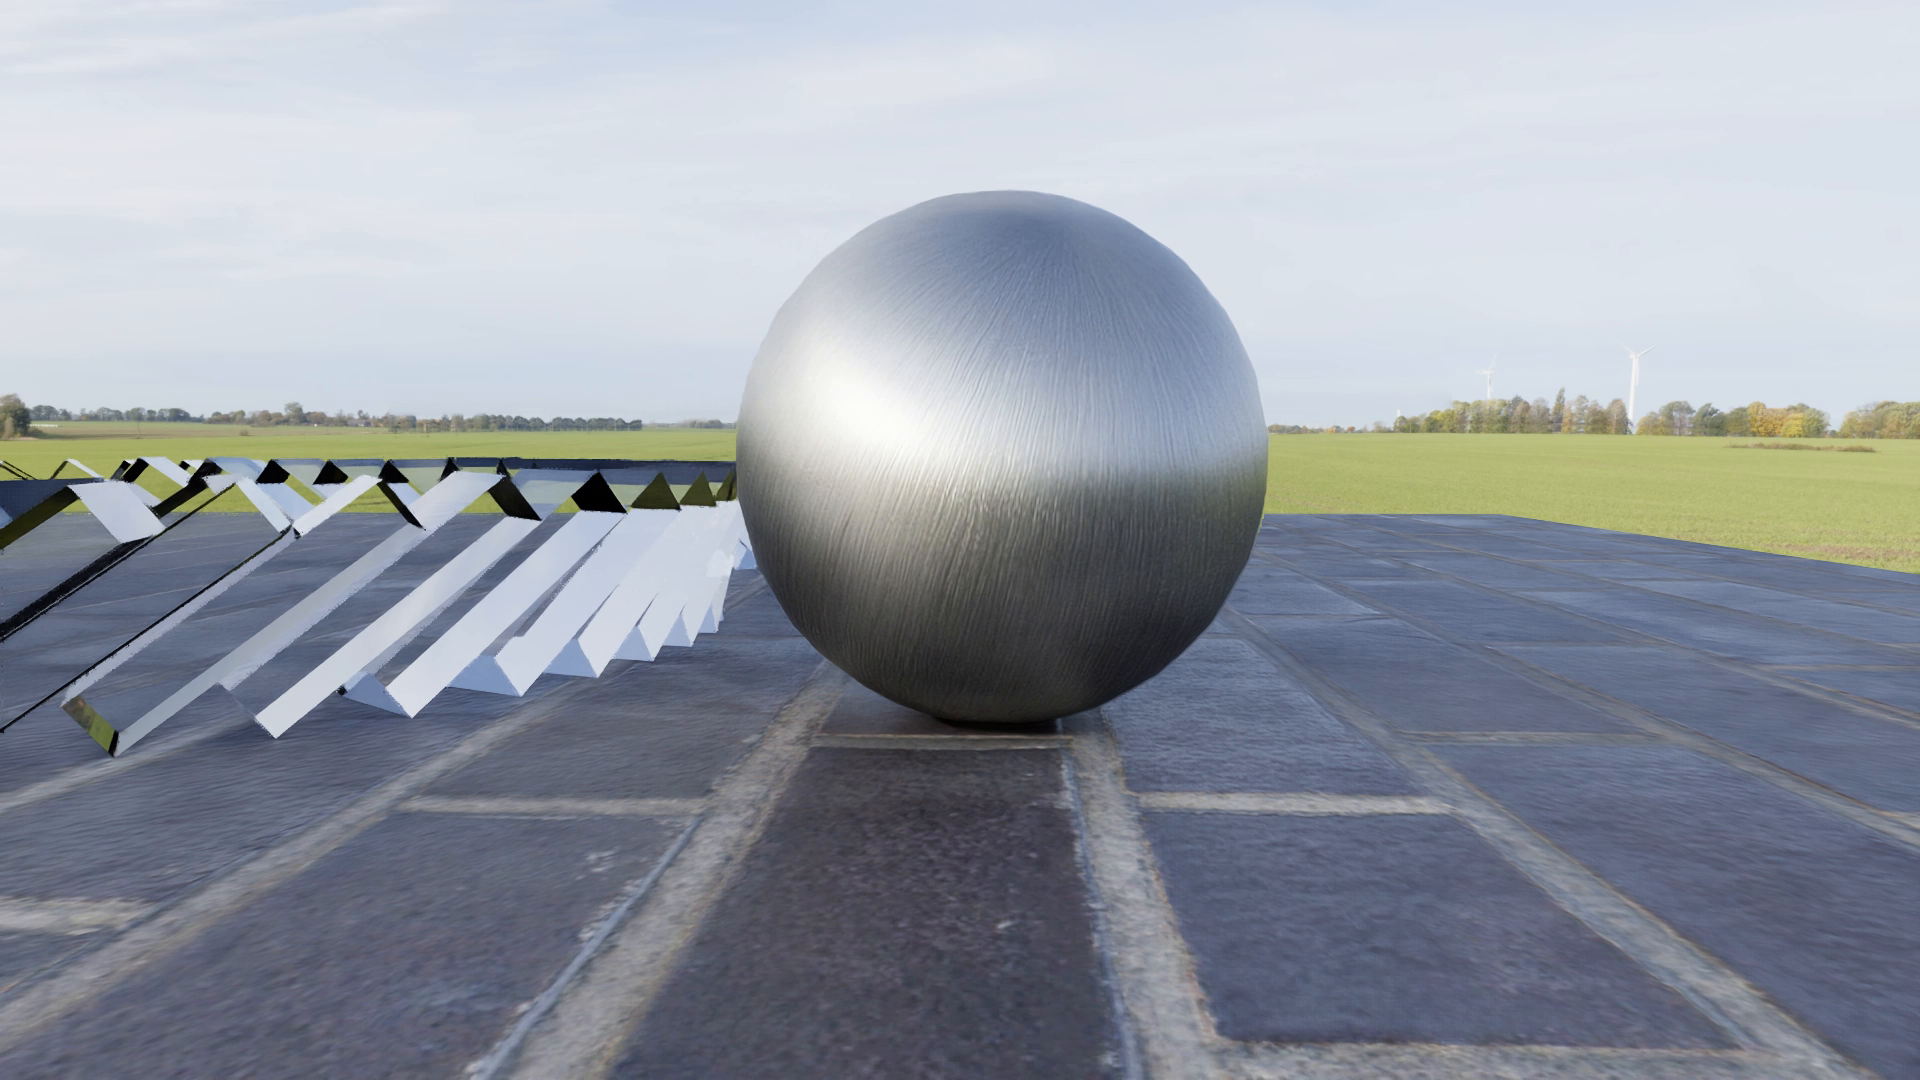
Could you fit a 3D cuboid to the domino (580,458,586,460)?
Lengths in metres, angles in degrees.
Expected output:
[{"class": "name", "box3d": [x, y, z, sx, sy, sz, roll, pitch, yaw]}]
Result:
[{"class": "domino", "box3d": [-0.131, -0.011, 0.473, 0.050, 0.010, 0.025, 38, 16, 15]}]

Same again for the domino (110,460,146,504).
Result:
[{"class": "domino", "box3d": [-0.268, -0.010, 0.448, 0.050, 0.010, 0.025, 37, -11, -21]}]

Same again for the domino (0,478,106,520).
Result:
[{"class": "domino", "box3d": [-0.183, 0.007, 0.237, 0.050, 0.010, 0.025, -34, -3, 12]}]

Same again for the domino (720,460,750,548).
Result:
[{"class": "domino", "box3d": [-0.068, -0.009, 0.442, 0.025, 0.009, 0.050, -5, 42, -50]}]

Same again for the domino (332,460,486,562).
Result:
[{"class": "domino", "box3d": [-0.202, -0.011, 0.472, 0.050, 0.009, 0.025, 35, 2, -5]}]

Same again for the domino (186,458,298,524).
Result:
[{"class": "domino", "box3d": [-0.204, -0.006, 0.388, 0.050, 0.009, 0.025, 38, 0, -6]}]

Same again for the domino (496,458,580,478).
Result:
[{"class": "domino", "box3d": [-0.116, -0.005, 0.378, 0.025, 0.009, 0.050, -3, 43, -43]}]

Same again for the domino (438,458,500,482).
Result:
[{"class": "domino", "box3d": [-0.132, -0.006, 0.386, 0.050, 0.010, 0.025, 45, 26, 24]}]

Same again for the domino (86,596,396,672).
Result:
[{"class": "domino", "box3d": [-0.143, 0.018, 0.259, 0.050, 0.010, 0.025, -1, 4, -16]}]

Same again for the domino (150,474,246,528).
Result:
[{"class": "domino", "box3d": [-0.163, 0.006, 0.250, 0.050, 0.010, 0.025, -36, 12, -9]}]

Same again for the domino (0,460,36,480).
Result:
[{"class": "domino", "box3d": [-0.295, -0.008, 0.424, 0.025, 0.009, 0.050, 5, -30, 49]}]

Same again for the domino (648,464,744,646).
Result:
[{"class": "domino", "box3d": [-0.065, 0.002, 0.287, 0.025, 0.010, 0.050, 2, 41, 10]}]

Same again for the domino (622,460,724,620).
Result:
[{"class": "domino", "box3d": [-0.073, -0.001, 0.322, 0.025, 0.009, 0.050, -1, 42, -11]}]

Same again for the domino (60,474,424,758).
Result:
[{"class": "domino", "box3d": [-0.106, 0.009, 0.192, 0.050, 0.010, 0.025, -42, 24, -22]}]

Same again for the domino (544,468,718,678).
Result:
[{"class": "domino", "box3d": [-0.071, 0.005, 0.253, 0.025, 0.010, 0.050, 2, 41, 22]}]

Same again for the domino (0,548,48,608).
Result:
[{"class": "domino", "box3d": [-0.262, -0.001, 0.322, 0.025, 0.010, 0.050, 2, -33, 27]}]

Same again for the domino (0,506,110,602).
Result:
[{"class": "domino", "box3d": [-0.256, -0.002, 0.339, 0.025, 0.009, 0.050, 3, -33, 39]}]

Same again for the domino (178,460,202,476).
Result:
[{"class": "domino", "box3d": [-0.252, -0.010, 0.456, 0.050, 0.010, 0.025, 36, -8, -17]}]

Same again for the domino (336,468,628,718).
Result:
[{"class": "domino", "box3d": [-0.083, 0.007, 0.219, 0.025, 0.010, 0.050, 4, 43, 41]}]

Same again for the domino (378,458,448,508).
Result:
[{"class": "domino", "box3d": [-0.151, -0.006, 0.390, 0.050, 0.009, 0.025, 40, 17, 14]}]

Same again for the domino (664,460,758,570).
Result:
[{"class": "domino", "box3d": [-0.082, -0.010, 0.452, 0.050, 0.009, 0.025, 43, 27, 27]}]

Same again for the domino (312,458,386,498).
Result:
[{"class": "domino", "box3d": [-0.169, -0.006, 0.391, 0.050, 0.010, 0.025, 38, 10, 6]}]

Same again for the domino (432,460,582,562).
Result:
[{"class": "domino", "box3d": [-0.167, -0.011, 0.475, 0.050, 0.009, 0.025, 36, 7, 2]}]

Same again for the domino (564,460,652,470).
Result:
[{"class": "domino", "box3d": [-0.092, -0.003, 0.353, 0.025, 0.009, 0.050, -2, 42, -30]}]

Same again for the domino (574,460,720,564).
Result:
[{"class": "domino", "box3d": [-0.114, -0.011, 0.467, 0.050, 0.009, 0.025, 40, 19, 19]}]

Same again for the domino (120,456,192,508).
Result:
[{"class": "domino", "box3d": [-0.220, -0.005, 0.380, 0.050, 0.009, 0.025, 39, -8, -17]}]

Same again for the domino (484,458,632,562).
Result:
[{"class": "domino", "box3d": [-0.148, -0.012, 0.475, 0.050, 0.009, 0.025, 37, 12, 9]}]

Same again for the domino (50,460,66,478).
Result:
[{"class": "domino", "box3d": [-0.282, -0.009, 0.438, 0.050, 0.010, 0.025, 38, -15, -26]}]

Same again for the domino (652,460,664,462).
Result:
[{"class": "domino", "box3d": [-0.098, -0.010, 0.460, 0.050, 0.010, 0.025, 41, 23, 23]}]

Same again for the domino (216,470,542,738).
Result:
[{"class": "domino", "box3d": [-0.093, 0.008, 0.204, 0.025, 0.010, 0.050, 6, 44, 50]}]

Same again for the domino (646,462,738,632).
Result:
[{"class": "domino", "box3d": [-0.067, 0.001, 0.305, 0.025, 0.010, 0.050, 1, 41, 1]}]

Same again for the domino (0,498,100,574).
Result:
[{"class": "domino", "box3d": [-0.306, -0.006, 0.410, 0.025, 0.010, 0.050, 4, -29, 43]}]

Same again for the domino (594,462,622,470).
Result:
[{"class": "domino", "box3d": [-0.081, -0.002, 0.338, 0.025, 0.009, 0.050, -2, 41, -21]}]

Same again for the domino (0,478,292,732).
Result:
[{"class": "domino", "box3d": [-0.121, 0.010, 0.182, 0.050, 0.010, 0.025, -40, 19, -17]}]

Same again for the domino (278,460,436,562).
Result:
[{"class": "domino", "box3d": [-0.219, -0.011, 0.468, 0.050, 0.010, 0.025, 35, -1, -9]}]

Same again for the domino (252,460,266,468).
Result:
[{"class": "domino", "box3d": [-0.236, -0.011, 0.463, 0.050, 0.009, 0.025, 35, -4, -13]}]

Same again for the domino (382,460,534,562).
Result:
[{"class": "domino", "box3d": [-0.185, -0.011, 0.474, 0.050, 0.010, 0.025, 35, 4, -2]}]

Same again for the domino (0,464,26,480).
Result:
[{"class": "domino", "box3d": [-0.246, -0.003, 0.354, 0.025, 0.009, 0.050, 5, -31, 48]}]

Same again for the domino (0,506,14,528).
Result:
[{"class": "domino", "box3d": [-0.152, 0.012, 0.166, 0.050, 0.010, 0.025, -37, 10, -7]}]

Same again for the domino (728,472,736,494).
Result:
[{"class": "domino", "box3d": [-0.054, -0.008, 0.431, 0.025, 0.010, 0.050, -4, 41, -46]}]

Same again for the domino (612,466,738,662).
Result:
[{"class": "domino", "box3d": [-0.067, 0.004, 0.270, 0.025, 0.010, 0.050, 2, 41, 16]}]

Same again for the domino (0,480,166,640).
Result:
[{"class": "domino", "box3d": [-0.136, 0.011, 0.173, 0.050, 0.010, 0.025, -39, 15, -13]}]

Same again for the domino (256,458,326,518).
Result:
[{"class": "domino", "box3d": [-0.186, -0.006, 0.392, 0.050, 0.009, 0.025, 38, 6, 1]}]

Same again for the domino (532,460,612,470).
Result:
[{"class": "domino", "box3d": [-0.103, -0.004, 0.366, 0.025, 0.010, 0.050, -3, 42, -37]}]

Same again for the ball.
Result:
[{"class": "ball", "box3d": [0.006, -0.012, 0.196, 0.080, 0.080, 0.080, 0, 4, 0]}]

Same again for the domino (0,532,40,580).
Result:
[{"class": "domino", "box3d": [-0.316, -0.005, 0.396, 0.025, 0.010, 0.050, 3, -30, 38]}]

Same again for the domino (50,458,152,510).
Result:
[{"class": "domino", "box3d": [-0.234, -0.004, 0.368, 0.050, 0.009, 0.025, 41, -17, -27]}]

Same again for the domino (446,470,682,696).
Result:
[{"class": "domino", "box3d": [-0.076, 0.006, 0.236, 0.025, 0.010, 0.050, 2, 41, 30]}]
